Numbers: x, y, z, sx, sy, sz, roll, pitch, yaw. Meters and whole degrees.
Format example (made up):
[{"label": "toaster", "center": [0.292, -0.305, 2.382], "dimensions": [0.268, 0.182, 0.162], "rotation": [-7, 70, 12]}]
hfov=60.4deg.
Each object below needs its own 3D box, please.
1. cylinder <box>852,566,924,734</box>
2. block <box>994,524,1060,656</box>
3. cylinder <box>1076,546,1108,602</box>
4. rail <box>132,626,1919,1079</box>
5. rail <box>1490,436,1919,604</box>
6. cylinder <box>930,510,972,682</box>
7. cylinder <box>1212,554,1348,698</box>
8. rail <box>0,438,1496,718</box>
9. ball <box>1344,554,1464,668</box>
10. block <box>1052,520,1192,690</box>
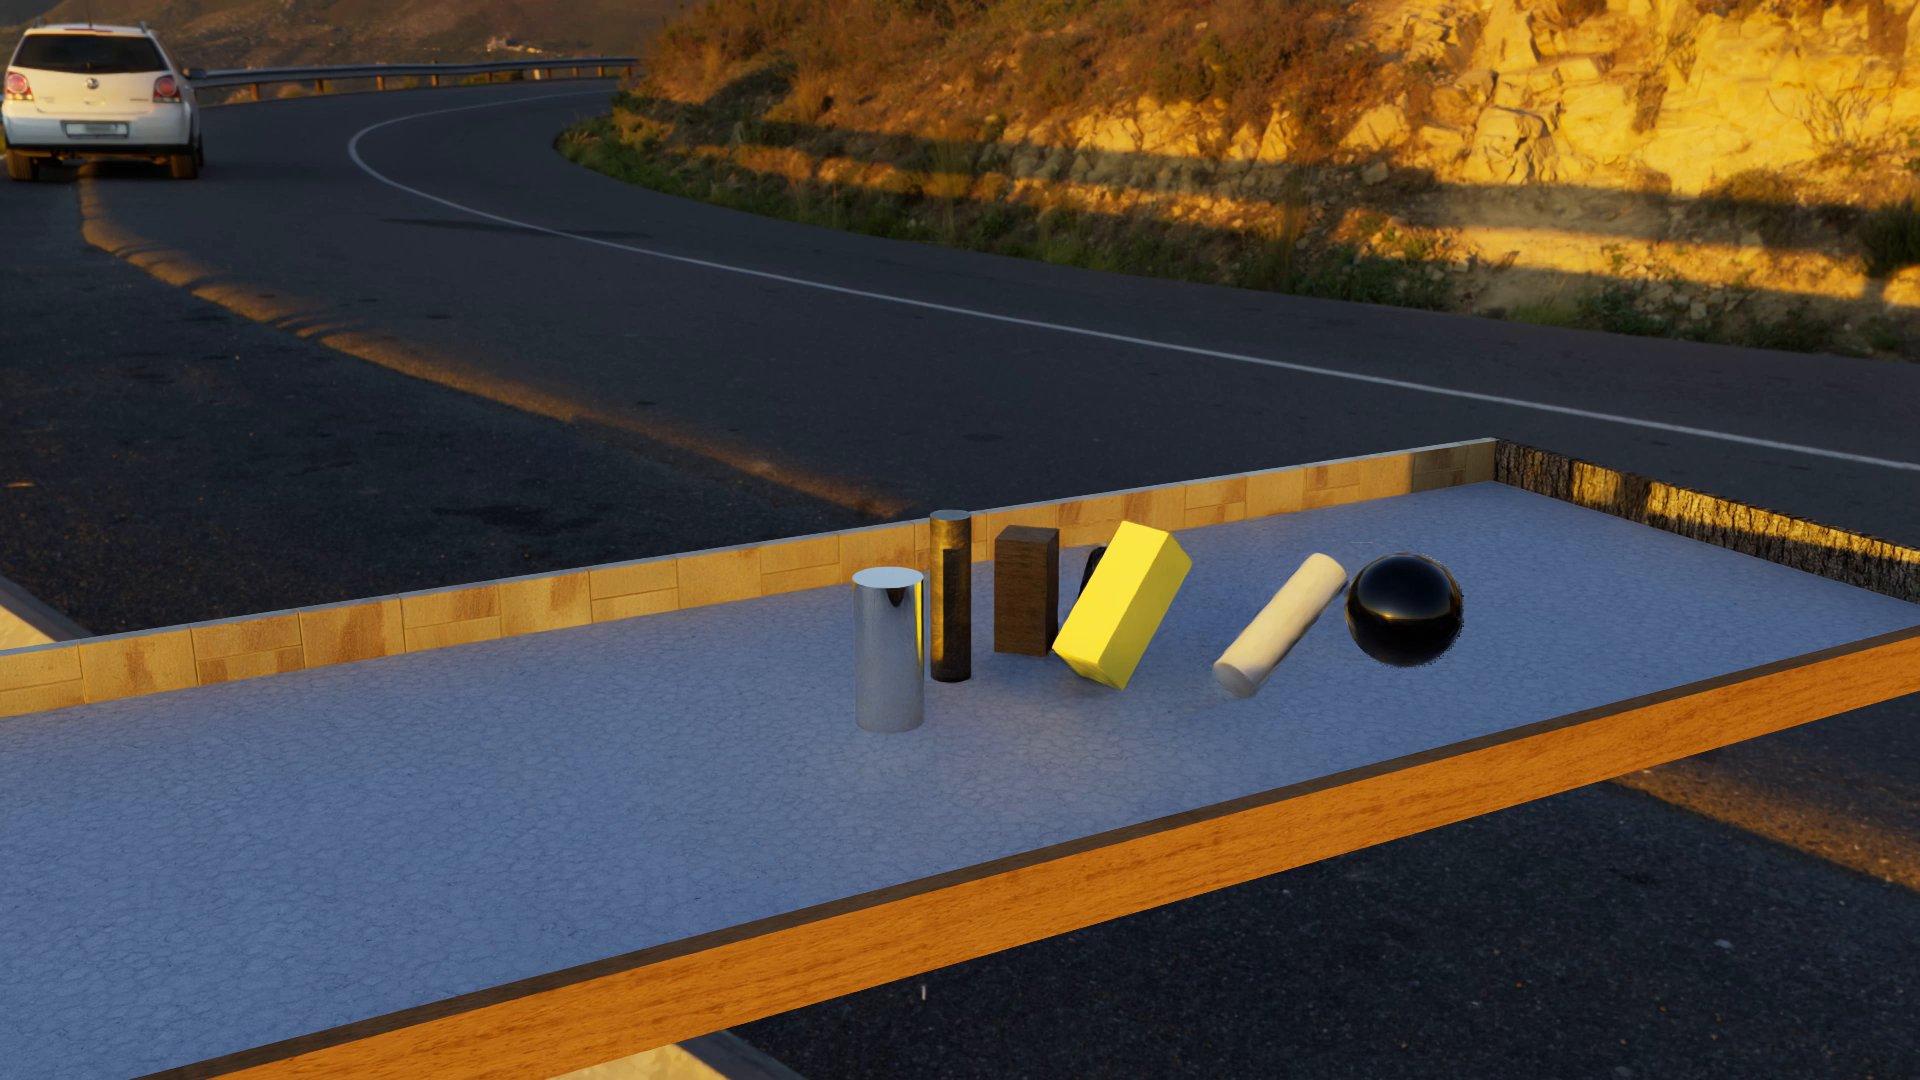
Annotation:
[{"label": "cylinder", "center": [-0.166, 0.256, 3.856], "dimensions": [0.165, 0.354, 0.165], "rotation": [0, 16, 0]}, {"label": "block", "center": [0.176, 0.133, 4.353], "dimensions": [0.139, 0.311, 0.139], "rotation": [5, 17, 16]}, {"label": "cylinder", "center": [0.377, 0.161, 4.425], "dimensions": [0.122, 0.122, 0.339], "rotation": [4, 34, 12]}, {"label": "rail", "center": [-2.336, 1.006, 1.665], "dimensions": [12.000, 0.150, 0.050], "rotation": [-9, 18, -27]}, {"label": "rail", "center": [2.466, -0.048, 5.253], "dimensions": [0.050, 0.150, 2.100], "rotation": [-9, 18, -27]}, {"label": "cylinder", "center": [-0.023, 0.141, 4.127], "dimensions": [0.103, 0.423, 0.103], "rotation": [0, 16, 0]}, {"label": "cylinder", "center": [0.800, 0.210, 4.104], "dimensions": [0.118, 0.118, 0.420], "rotation": [17, 51, 45]}, {"label": "rail", "center": [-3.305, 0.497, 3.399], "dimensions": [12.000, 0.150, 0.050], "rotation": [-9, 18, -27]}, {"label": "ball", "center": [1.005, 0.159, 3.738], "dimensions": [0.259, 0.259, 0.259], "rotation": [0, 16, 0]}, {"label": "block", "center": [0.408, 0.162, 4.132], "dimensions": [0.146, 0.379, 0.146], "rotation": [17, -20, 42]}]
